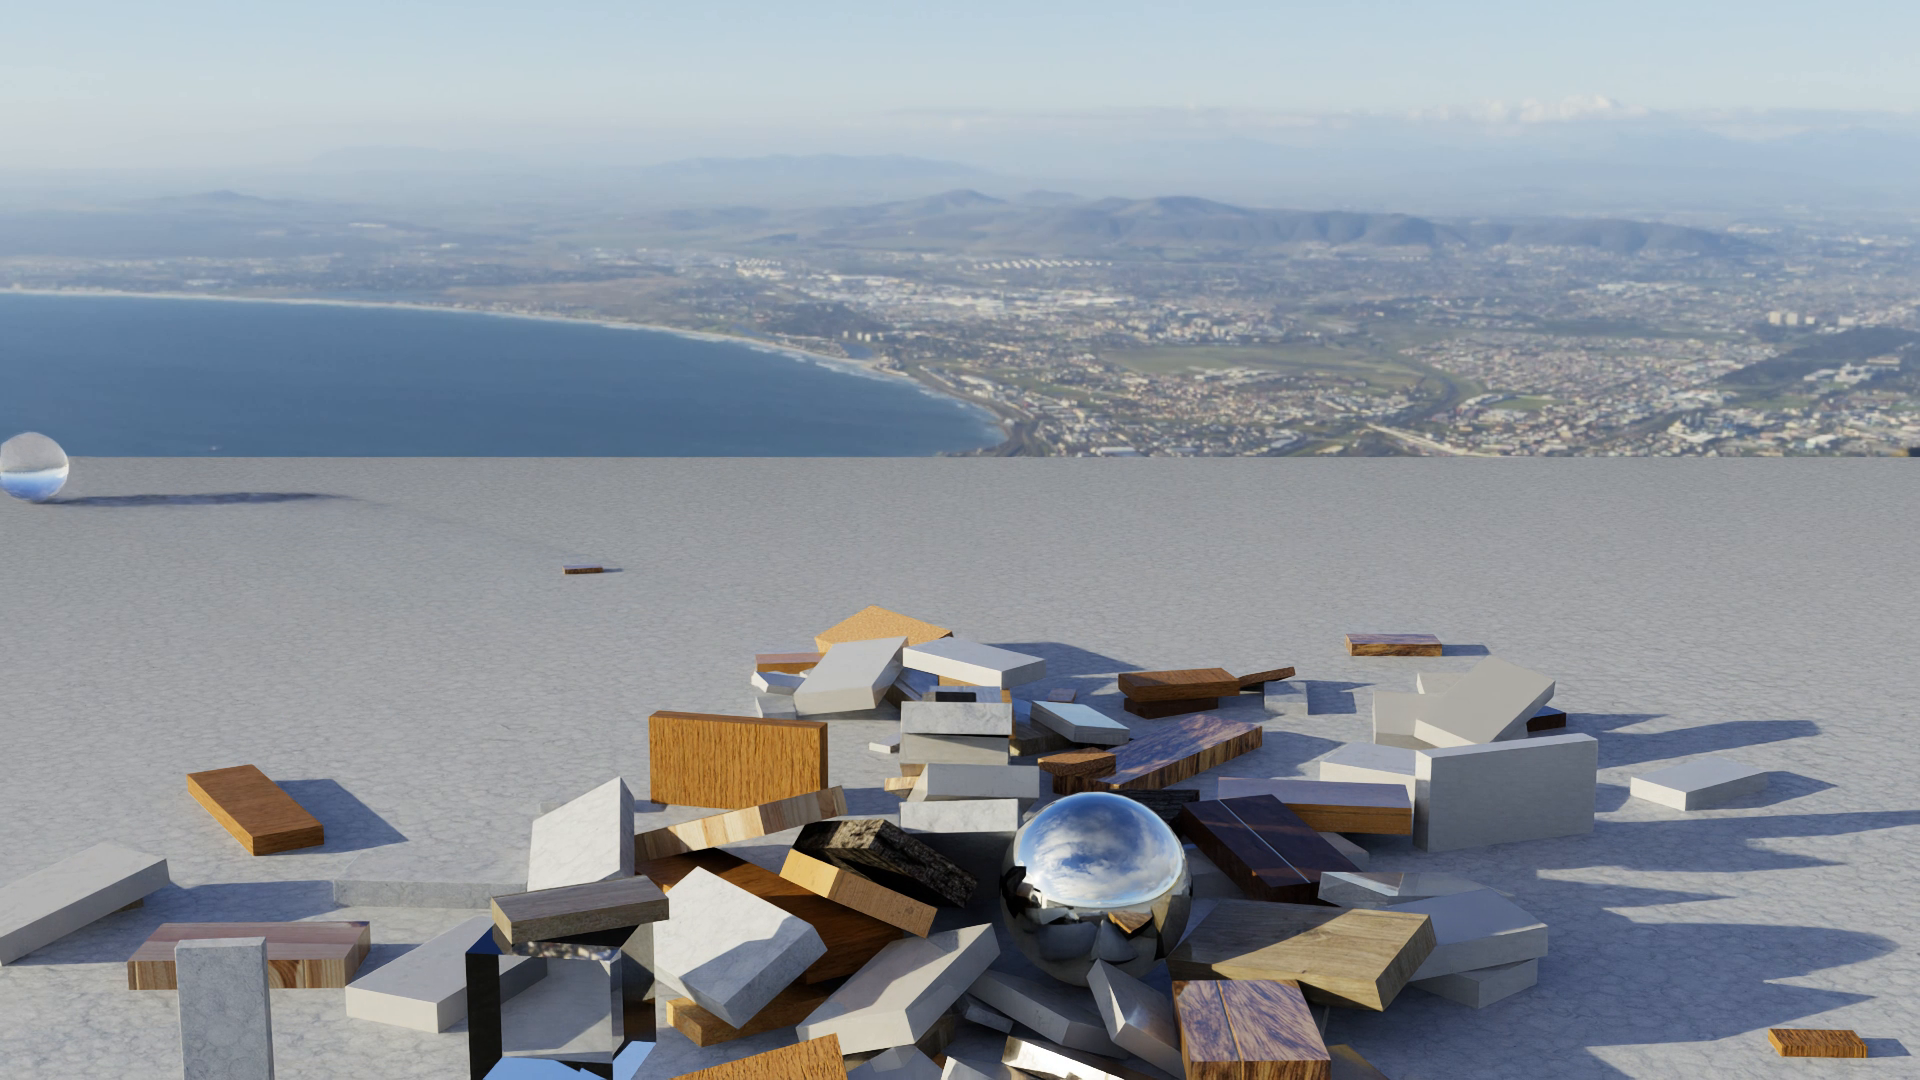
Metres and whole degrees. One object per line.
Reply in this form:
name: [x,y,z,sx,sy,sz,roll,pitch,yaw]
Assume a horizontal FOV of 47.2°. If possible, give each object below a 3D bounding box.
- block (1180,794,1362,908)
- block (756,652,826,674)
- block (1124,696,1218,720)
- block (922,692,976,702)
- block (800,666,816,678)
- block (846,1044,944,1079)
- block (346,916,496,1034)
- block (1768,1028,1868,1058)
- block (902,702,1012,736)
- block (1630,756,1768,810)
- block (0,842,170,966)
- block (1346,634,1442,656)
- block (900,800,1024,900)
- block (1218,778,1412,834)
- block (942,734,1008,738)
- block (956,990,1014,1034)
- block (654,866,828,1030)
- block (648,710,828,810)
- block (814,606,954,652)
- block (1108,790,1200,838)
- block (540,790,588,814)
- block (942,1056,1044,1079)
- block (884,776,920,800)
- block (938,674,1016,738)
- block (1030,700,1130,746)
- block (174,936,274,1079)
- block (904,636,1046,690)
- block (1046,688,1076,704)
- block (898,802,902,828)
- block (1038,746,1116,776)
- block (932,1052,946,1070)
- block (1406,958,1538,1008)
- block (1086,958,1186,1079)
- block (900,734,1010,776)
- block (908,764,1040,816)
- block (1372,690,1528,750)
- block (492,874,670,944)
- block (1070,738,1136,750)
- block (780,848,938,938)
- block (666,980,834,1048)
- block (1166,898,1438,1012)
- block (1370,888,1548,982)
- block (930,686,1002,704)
block: [0.519,0.521,3.677,0.173,0.049,0.346,-3,17,-18]
block: [-0.386,0.292,5.200,0.191,0.027,0.095,-1,11,-8]
block: [0.464,0.360,4.837,0.186,0.026,0.093,-6,12,-29]
block: [-0.019,0.270,3.747,0.069,0.020,0.138,2,-5,-10]
block: [-0.290,0.306,5.075,0.144,0.020,0.072,-17,27,-39]
block: [-0.100,0.716,2.765,0.118,0.034,0.237,36,27,26]
block: [-0.745,0.641,3.270,0.159,0.045,0.318,5,11,23]
block: [1.188,0.697,3.047,0.115,0.016,0.058,0,11,3]
block: [-0.003,0.305,3.746,0.180,0.051,0.359,1,-5,1]
block: [1.423,0.467,4.232,0.249,0.035,0.125,-7,13,-34]
block: [-1.446,0.577,3.512,0.159,0.045,0.319,6,19,31]
block: [1.059,0.257,5.379,0.217,0.031,0.108,0,11,2]
block: [0.020,0.494,3.478,0.177,0.050,0.354,-2,-26,6]
block: [0.631,0.475,3.941,0.338,0.048,0.169,1,8,8]
block: [-0.003,0.418,4.006,0.180,0.051,0.359,1,-17,1]
block: [0.029,0.662,3.127,0.068,0.019,0.136,22,1,-11]
block: [-0.352,0.585,3.188,0.168,0.048,0.337,-39,27,-24]
block: [-0.416,0.419,4.129,0.337,0.169,0.048,3,11,15]
block: [-0.179,0.246,5.225,0.175,0.050,0.351,-29,24,-27]
block: [0.314,0.497,3.905,0.169,0.048,0.344,-2,4,16]
block: [-0.709,0.493,4.134,0.146,0.021,0.073,0,11,2]
block: [0.123,0.716,2.736,0.145,0.041,0.291,20,-5,-40]
block: [-0.046,0.417,3.726,0.146,0.021,0.073,-10,-24,32]
block: [0.031,0.333,4.671,0.145,0.041,0.485,0,11,-2]
block: [0.247,0.378,4.554,0.121,0.034,0.242,6,6,-20]
block: [-0.958,0.628,2.869,0.108,0.217,0.031,-1,11,-6]
block: [0.030,0.267,4.790,0.290,0.041,0.145,11,16,42]
block: [0.227,0.353,4.903,0.054,0.015,0.109,2,11,9]
block: [-0.005,0.490,3.655,0.177,0.050,0.354,0,-16,1]
block: [0.226,0.428,4.251,0.138,0.020,0.069,-8,13,-36]
block: [-0.057,0.707,2.979,0.063,0.018,0.126,-9,13,-23]
block: [0.709,0.630,3.338,0.147,0.042,0.293,-9,14,-41]
block: [0.249,0.661,3.044,0.116,0.033,0.231,30,6,-10]
block: [-0.003,0.412,3.806,0.180,0.051,0.359,3,-21,3]
block: [0.017,0.424,3.604,0.177,0.050,0.354,2,-16,-6]
block: [1.005,0.380,4.520,0.304,0.043,0.152,3,31,7]
block: [-0.516,0.501,2.992,0.217,0.031,0.108,-5,12,-25]
block: [0.301,0.420,4.530,0.143,0.020,0.072,8,13,36]
block: [-0.157,0.526,3.292,0.159,0.045,0.318,25,-9,-14]
block: [-0.298,0.670,3.153,0.217,0.031,0.108,-7,13,-33]
block: [0.490,0.594,3.172,0.346,0.049,0.173,-3,22,40]
block: [0.688,0.595,3.280,0.328,0.046,0.164,-7,14,-16]
block: [0.011,0.341,4.384,0.145,0.041,0.290,0,8,0]
